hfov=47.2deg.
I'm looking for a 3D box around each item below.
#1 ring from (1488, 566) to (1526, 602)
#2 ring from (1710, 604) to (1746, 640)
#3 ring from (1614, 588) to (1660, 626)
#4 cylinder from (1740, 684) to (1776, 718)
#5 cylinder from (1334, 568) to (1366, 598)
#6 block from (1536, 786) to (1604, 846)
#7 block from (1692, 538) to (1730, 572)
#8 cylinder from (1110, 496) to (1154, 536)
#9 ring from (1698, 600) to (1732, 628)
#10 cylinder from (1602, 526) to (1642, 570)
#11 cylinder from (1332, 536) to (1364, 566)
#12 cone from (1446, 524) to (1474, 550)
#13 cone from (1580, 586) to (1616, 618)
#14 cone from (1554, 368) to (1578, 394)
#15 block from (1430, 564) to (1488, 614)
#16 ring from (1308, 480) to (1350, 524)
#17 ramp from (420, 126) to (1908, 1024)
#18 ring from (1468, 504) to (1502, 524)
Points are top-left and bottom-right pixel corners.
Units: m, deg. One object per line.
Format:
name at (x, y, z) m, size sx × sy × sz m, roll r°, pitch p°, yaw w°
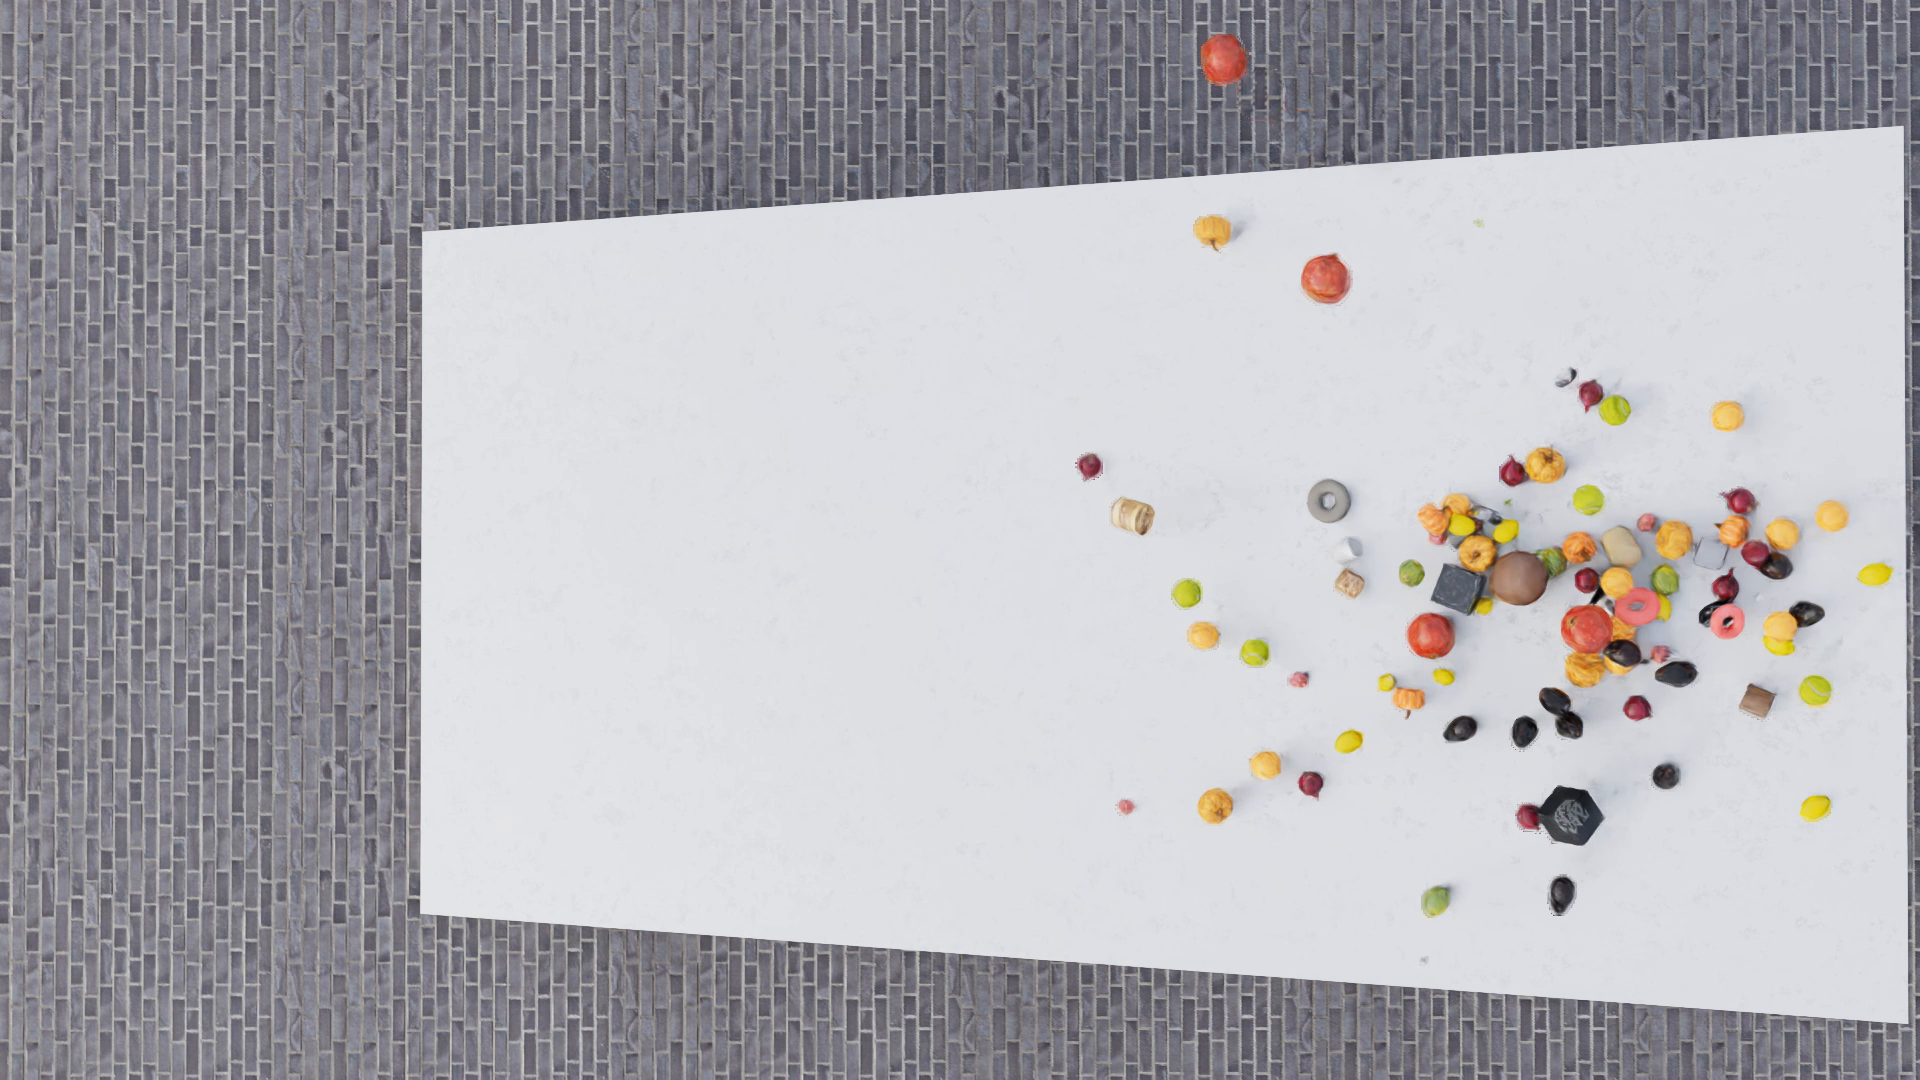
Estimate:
ring at (1.301, 0.105, 5.222) m, size 0.089 × 0.030 × 0.089 m, roll -1°, pitch 88°, yaw 22°
ring at (1.737, 0.185, 4.974) m, size 0.083 × 0.028 × 0.083 m, roll -3°, pitch 105°, yaw -10°
ring at (1.558, 0.153, 5.060) m, size 0.103 × 0.034 × 0.103 m, roll -12°, pitch 48°, yaw 14°
cylinder at (1.808, 0.366, 4.987) m, size 0.062 × 0.062 × 0.062 m, roll 16°, pitch 89°, yaw 31°
cylinder at (0.947, 0.106, 5.345) m, size 0.055 × 0.055 × 0.055 m, roll 30°, pitch 89°, yaw -2°
block at (1.408, 0.636, 5.072) m, size 0.091 × 0.091 × 0.091 m, roll -45°, pitch 112°, yaw -22°
block at (1.717, 0.035, 5.030) m, size 0.061 × 0.061 × 0.061 m, roll 20°, pitch 97°, yaw 22°
cylinder at (0.427, -0.060, 5.448) m, size 0.079 × 0.079 × 0.079 m, roll 20°, pitch 89°, yaw 36°
ring at (1.726, 0.170, 5.012) m, size 0.086 × 0.086 × 0.029 m, roll -7°, pitch 54°, yaw 0°
cylinder at (1.529, 0.018, 5.086) m, size 0.072 × 0.072 × 0.072 m, roll -2°, pitch 126°, yaw -3°
cylinder at (0.943, 0.026, 5.350) m, size 0.053 × 0.053 × 0.053 m, roll 20°, pitch 55°, yaw -32°
cone at (1.203, -0.016, 5.231) m, size 0.064 × 0.064 × 0.064 m, roll 7°, pitch 72°, yaw -23°
cone at (1.475, 0.161, 5.112) m, size 0.082 × 0.082 × 0.082 m, roll -34°, pitch 89°, yaw 12°
cone at (1.422, -0.359, 5.109) m, size 0.057 × 0.057 × 0.057 m, roll -46°, pitch 118°, yaw -1°
block at (1.188, 0.117, 5.234) m, size 0.093 × 0.093 × 0.093 m, roll 22°, pitch 98°, yaw 22°
ring at (0.904, -0.095, 5.388) m, size 0.107 × 0.036 × 0.107 m, roll 0°, pitch 90°, yaw 24°
ramp at (0.283, 0.085, 5.721) m, size 4.000 × 0.100 × 2.000 m, roll 0°, pitch 89°, yaw 23°
ring at (1.242, -0.062, 5.203) m, size 0.083 × 0.083 × 0.028 m, roll 25°, pitch 89°, yaw 0°
